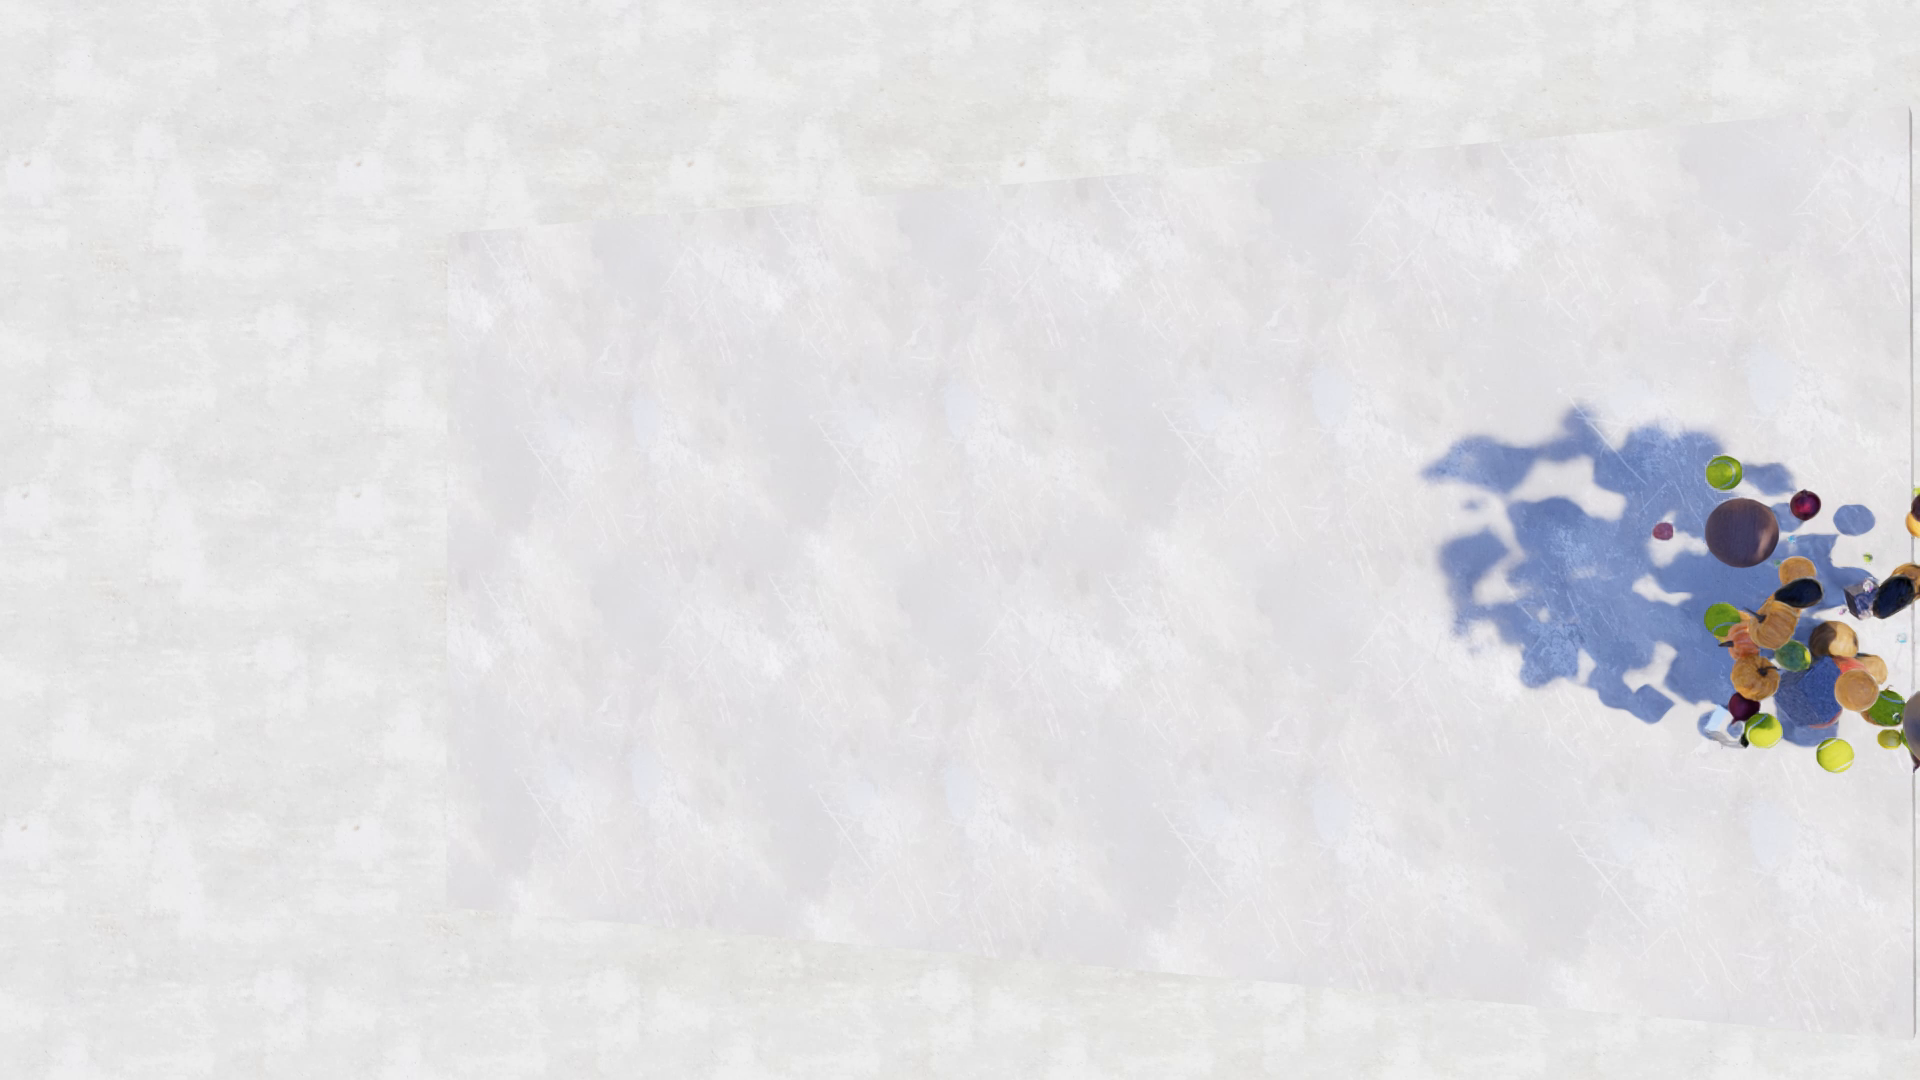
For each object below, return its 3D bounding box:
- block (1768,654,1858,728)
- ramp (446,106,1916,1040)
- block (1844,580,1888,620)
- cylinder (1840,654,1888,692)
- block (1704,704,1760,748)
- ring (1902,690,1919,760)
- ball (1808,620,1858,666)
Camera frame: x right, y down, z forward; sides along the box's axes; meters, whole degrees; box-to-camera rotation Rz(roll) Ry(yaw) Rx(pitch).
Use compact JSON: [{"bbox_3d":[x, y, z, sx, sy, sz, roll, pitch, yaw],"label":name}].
[{"bbox_3d":[1.745,0.309,4.503,0.100,0.100,0.100,-38,91,-17],"label":"block"},{"bbox_3d":[0.278,0.079,5.662,4.000,0.100,2.000,0,89,27],"label":"ramp"},{"bbox_3d":[1.886,0.125,4.582,0.058,0.058,0.058,-19,104,5],"label":"block"},{"bbox_3d":[1.931,0.285,4.700,0.070,0.070,0.070,-14,89,-34],"label":"cylinder"},{"bbox_3d":[1.582,0.381,4.503,0.064,0.064,0.064,38,76,-13],"label":"block"},{"bbox_3d":[1.504,0.292,3.394,0.042,0.127,0.127,-12,89,-13],"label":"ring"},{"bbox_3d":[1.878,0.223,4.727,0.100,0.100,0.100,0,89,0],"label":"ball"}]
